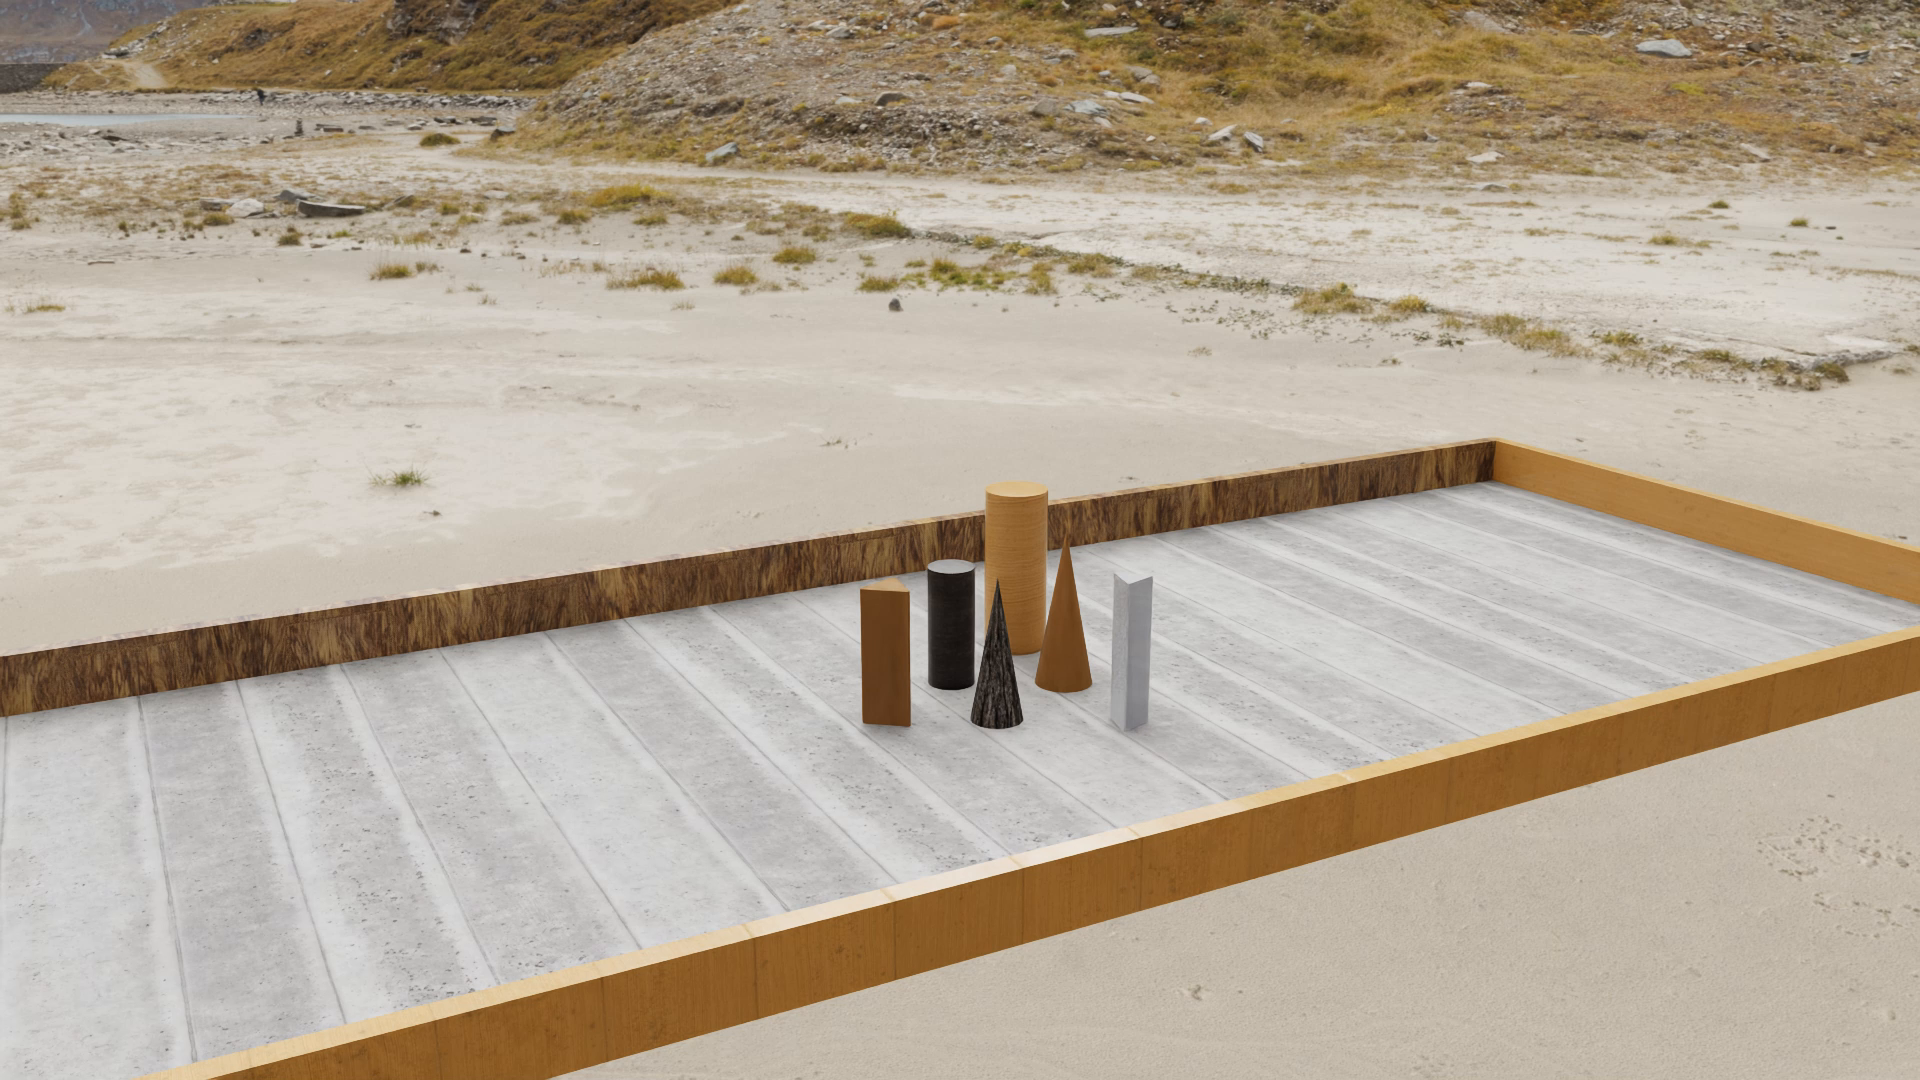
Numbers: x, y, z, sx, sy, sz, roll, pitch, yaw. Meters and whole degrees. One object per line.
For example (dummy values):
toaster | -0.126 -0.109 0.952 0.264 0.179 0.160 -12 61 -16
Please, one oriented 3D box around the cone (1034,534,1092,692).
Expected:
cone | 0.260 0.166 4.085 0.144 0.398 0.144 0 16 0

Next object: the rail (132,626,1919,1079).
rail | -2.336 1.006 1.665 12.000 0.150 0.050 -9 18 -27

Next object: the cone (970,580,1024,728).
cone | 0.087 0.255 3.863 0.126 0.353 0.126 0 16 0

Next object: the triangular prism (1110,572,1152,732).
triangular prism | 0.386 0.256 3.844 0.076 0.361 0.088 15 22 42

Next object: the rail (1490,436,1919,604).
rail | 2.466 -0.048 5.253 0.050 0.150 2.100 -9 18 -27

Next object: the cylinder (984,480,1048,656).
cylinder | 0.147 0.073 4.343 0.164 0.430 0.164 0 16 0

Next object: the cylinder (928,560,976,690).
cylinder | -0.021 0.210 4.101 0.118 0.303 0.118 0 16 0

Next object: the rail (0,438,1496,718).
rail | -3.305 0.497 3.399 12.000 0.150 0.050 -9 18 -27

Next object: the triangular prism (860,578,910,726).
triangular prism | -0.164 0.261 3.878 0.115 0.332 0.100 3 17 10
